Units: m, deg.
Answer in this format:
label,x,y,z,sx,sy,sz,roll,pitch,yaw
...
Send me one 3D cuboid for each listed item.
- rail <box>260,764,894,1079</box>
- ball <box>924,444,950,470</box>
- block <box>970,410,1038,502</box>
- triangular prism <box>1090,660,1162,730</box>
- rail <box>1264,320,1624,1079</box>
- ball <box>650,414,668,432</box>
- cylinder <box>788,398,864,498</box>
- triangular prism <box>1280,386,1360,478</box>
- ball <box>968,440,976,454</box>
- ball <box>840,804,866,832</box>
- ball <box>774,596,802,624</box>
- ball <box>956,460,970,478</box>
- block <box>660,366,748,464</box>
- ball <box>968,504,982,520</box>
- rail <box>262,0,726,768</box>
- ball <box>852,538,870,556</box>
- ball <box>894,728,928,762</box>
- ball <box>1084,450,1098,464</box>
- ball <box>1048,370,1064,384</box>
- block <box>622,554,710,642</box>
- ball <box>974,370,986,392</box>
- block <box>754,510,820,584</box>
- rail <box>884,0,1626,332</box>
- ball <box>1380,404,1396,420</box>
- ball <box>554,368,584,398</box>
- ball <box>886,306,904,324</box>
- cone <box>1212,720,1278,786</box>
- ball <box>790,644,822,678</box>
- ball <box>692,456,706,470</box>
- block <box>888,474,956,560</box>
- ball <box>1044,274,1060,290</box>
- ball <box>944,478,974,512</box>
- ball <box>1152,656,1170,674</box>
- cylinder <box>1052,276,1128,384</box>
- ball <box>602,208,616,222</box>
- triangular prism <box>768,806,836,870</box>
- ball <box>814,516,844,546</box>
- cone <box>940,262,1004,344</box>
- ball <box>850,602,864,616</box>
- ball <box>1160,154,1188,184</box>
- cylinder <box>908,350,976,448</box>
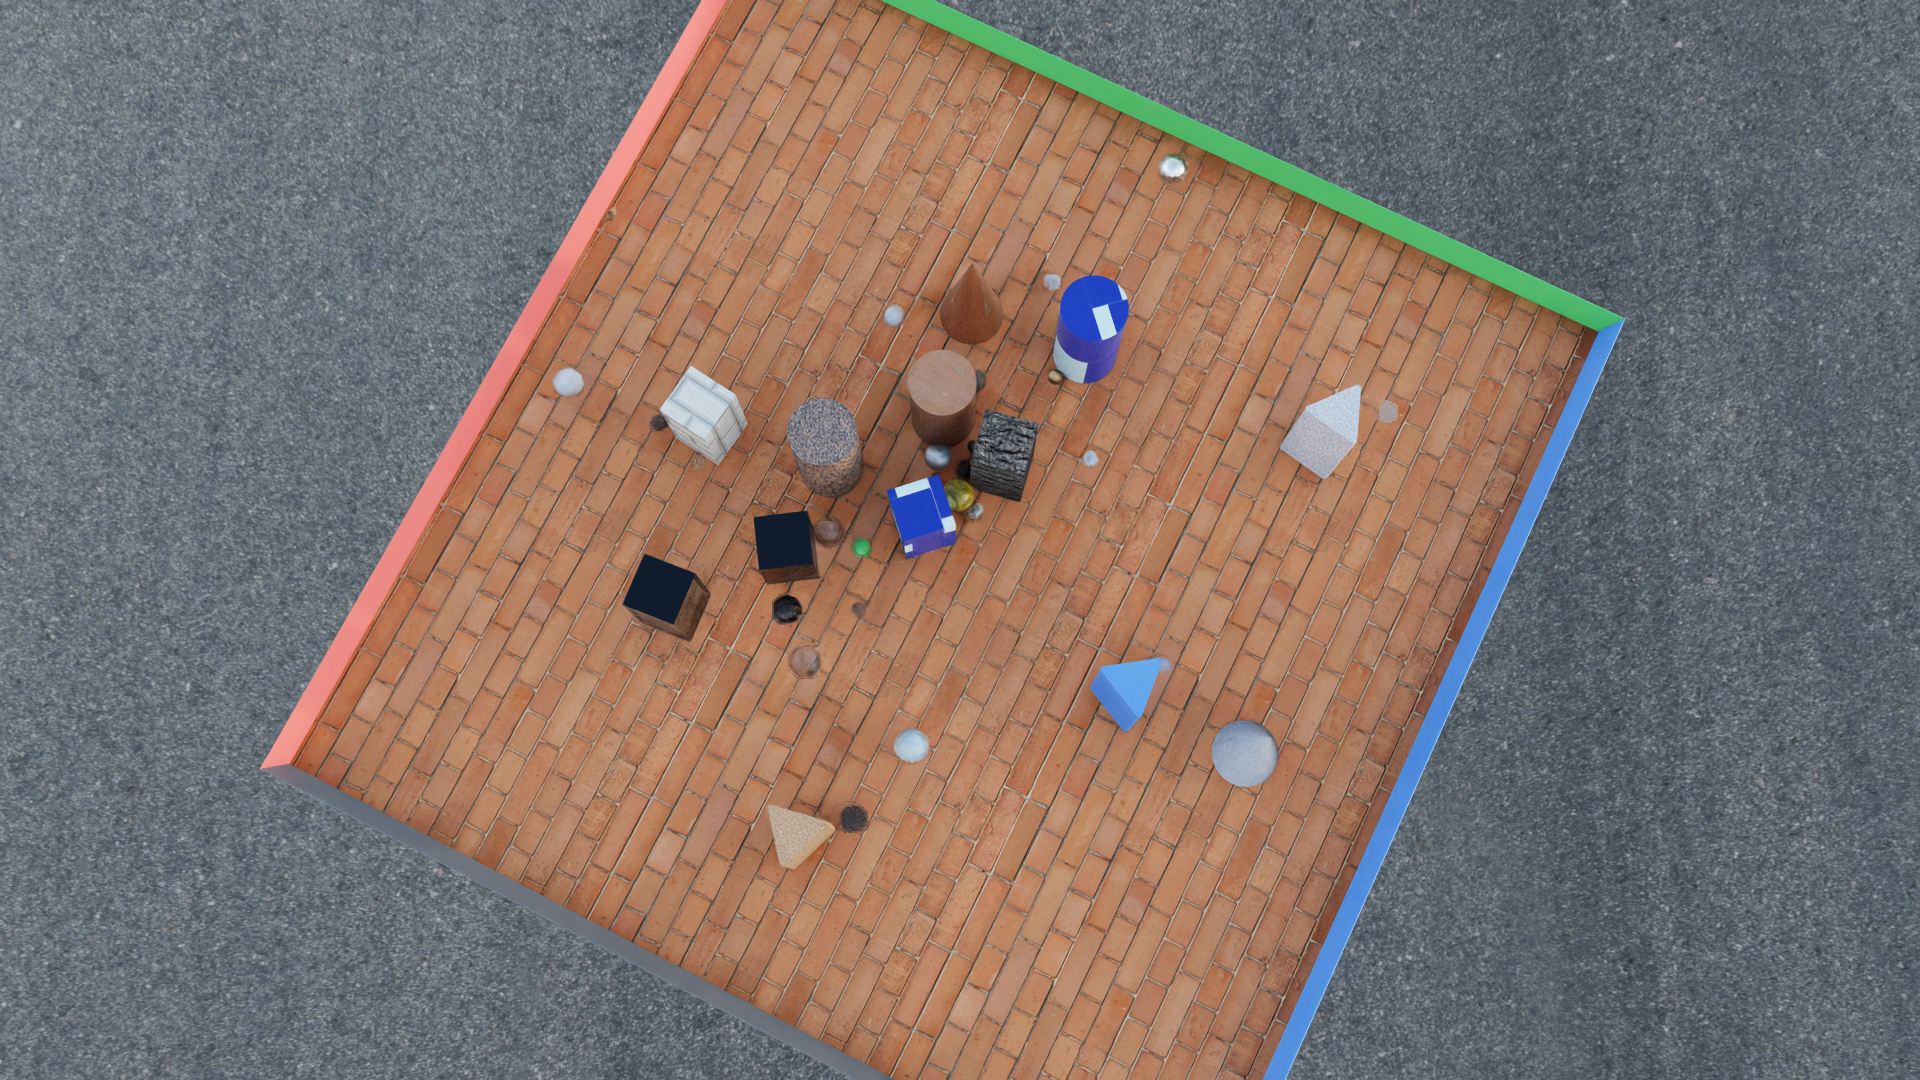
label,x,y,z,sx,sy,sz,roll,pitch,yaw
rail,-0.673,1.325,5.275,3.039,0.130,0.045,26,80,5
ball,-0.071,-0.255,5.628,0.081,0.081,0.081,0,78,0
block,0.130,-0.249,5.485,0.160,0.358,0.160,15,79,3
triangular prism,0.504,0.421,5.315,0.150,0.421,0.173,-37,81,-7
rail,1.338,0.662,5.412,0.045,0.130,3.058,26,80,5
ball,-0.931,-0.362,5.665,0.052,0.052,0.052,0,78,0
cylinder,-0.396,-0.270,5.463,0.200,0.410,0.200,0,78,0
triangular prism,1.104,-0.341,5.465,0.173,0.435,0.150,36,81,7
ball,0.044,-0.287,5.654,0.044,0.044,0.044,0,78,0
ball,-0.317,0.821,5.407,0.077,0.077,0.077,0,78,0
ball,-0.521,0.210,5.529,0.086,0.086,0.086,0,78,0
ball,0.017,-0.218,5.633,0.057,0.057,0.057,0,78,0
block,-0.769,-0.371,5.529,0.160,0.323,0.160,33,80,6
ball,0.046,-0.086,5.610,0.048,0.048,0.048,0,78,0
rail,-1.338,-0.648,5.684,0.045,0.130,3.058,26,80,5
ball,-0.301,0.020,5.585,0.053,0.053,0.053,0,78,0
ball,-0.146,0.609,5.440,0.100,0.100,0.100,0,78,0
ball,0.402,-0.253,5.647,0.042,0.042,0.042,0,78,0
ball,0.297,-0.507,5.697,0.049,0.049,0.049,0,78,0
block,-0.861,0.175,5.406,0.160,0.341,0.160,21,79,4
ball,0.050,-0.493,5.684,0.067,0.067,0.067,0,78,0
block,-0.518,0.025,5.489,0.160,0.240,0.160,-7,78,-1
rail,0.673,-1.312,5.821,3.039,0.130,0.045,26,80,5
ball,1.325,-0.397,5.672,0.052,0.052,0.052,0,78,0
ball,-1.211,-0.486,5.673,0.088,0.088,0.088,0,78,0
ball,-0.204,-0.704,5.732,0.060,0.060,0.060,0,78,0
cone,0.854,0.590,5.252,0.200,0.474,0.200,0,78,0
ball,-0.462,0.363,5.492,0.098,0.098,0.098,0,78,0
ball,-0.802,-0.236,5.644,0.042,0.042,0.042,0,78,0
block,-0.113,-0.067,5.491,0.160,0.274,0.160,-18,79,-4
ball,0.287,-0.811,5.759,0.051,0.051,0.051,0,78,0
ball,-0.007,-0.137,5.595,0.099,0.099,0.099,0,78,0
ball,0.601,0.376,5.509,0.057,0.057,0.057,0,78,0
cylinder,0.390,-0.629,5.527,0.200,0.431,0.200,0,78,0
ball,-1.114,-1.032,5.808,0.044,0.044,0.044,0,78,0
triangular prism,-0.484,0.828,5.272,0.173,0.338,0.150,-43,81,-8
ball,-0.399,-0.028,5.576,0.091,0.091,0.091,0,78,0
cone,0.037,-0.757,5.537,0.200,0.463,0.200,0,78,0
ball,-0.310,0.209,5.552,0.042,0.042,0.042,0,78,0
ball,0.679,-1.176,5.814,0.090,0.090,0.090,0,78,0
cylinder,-0.051,-0.421,5.514,0.200,0.372,0.200,0,78,0
